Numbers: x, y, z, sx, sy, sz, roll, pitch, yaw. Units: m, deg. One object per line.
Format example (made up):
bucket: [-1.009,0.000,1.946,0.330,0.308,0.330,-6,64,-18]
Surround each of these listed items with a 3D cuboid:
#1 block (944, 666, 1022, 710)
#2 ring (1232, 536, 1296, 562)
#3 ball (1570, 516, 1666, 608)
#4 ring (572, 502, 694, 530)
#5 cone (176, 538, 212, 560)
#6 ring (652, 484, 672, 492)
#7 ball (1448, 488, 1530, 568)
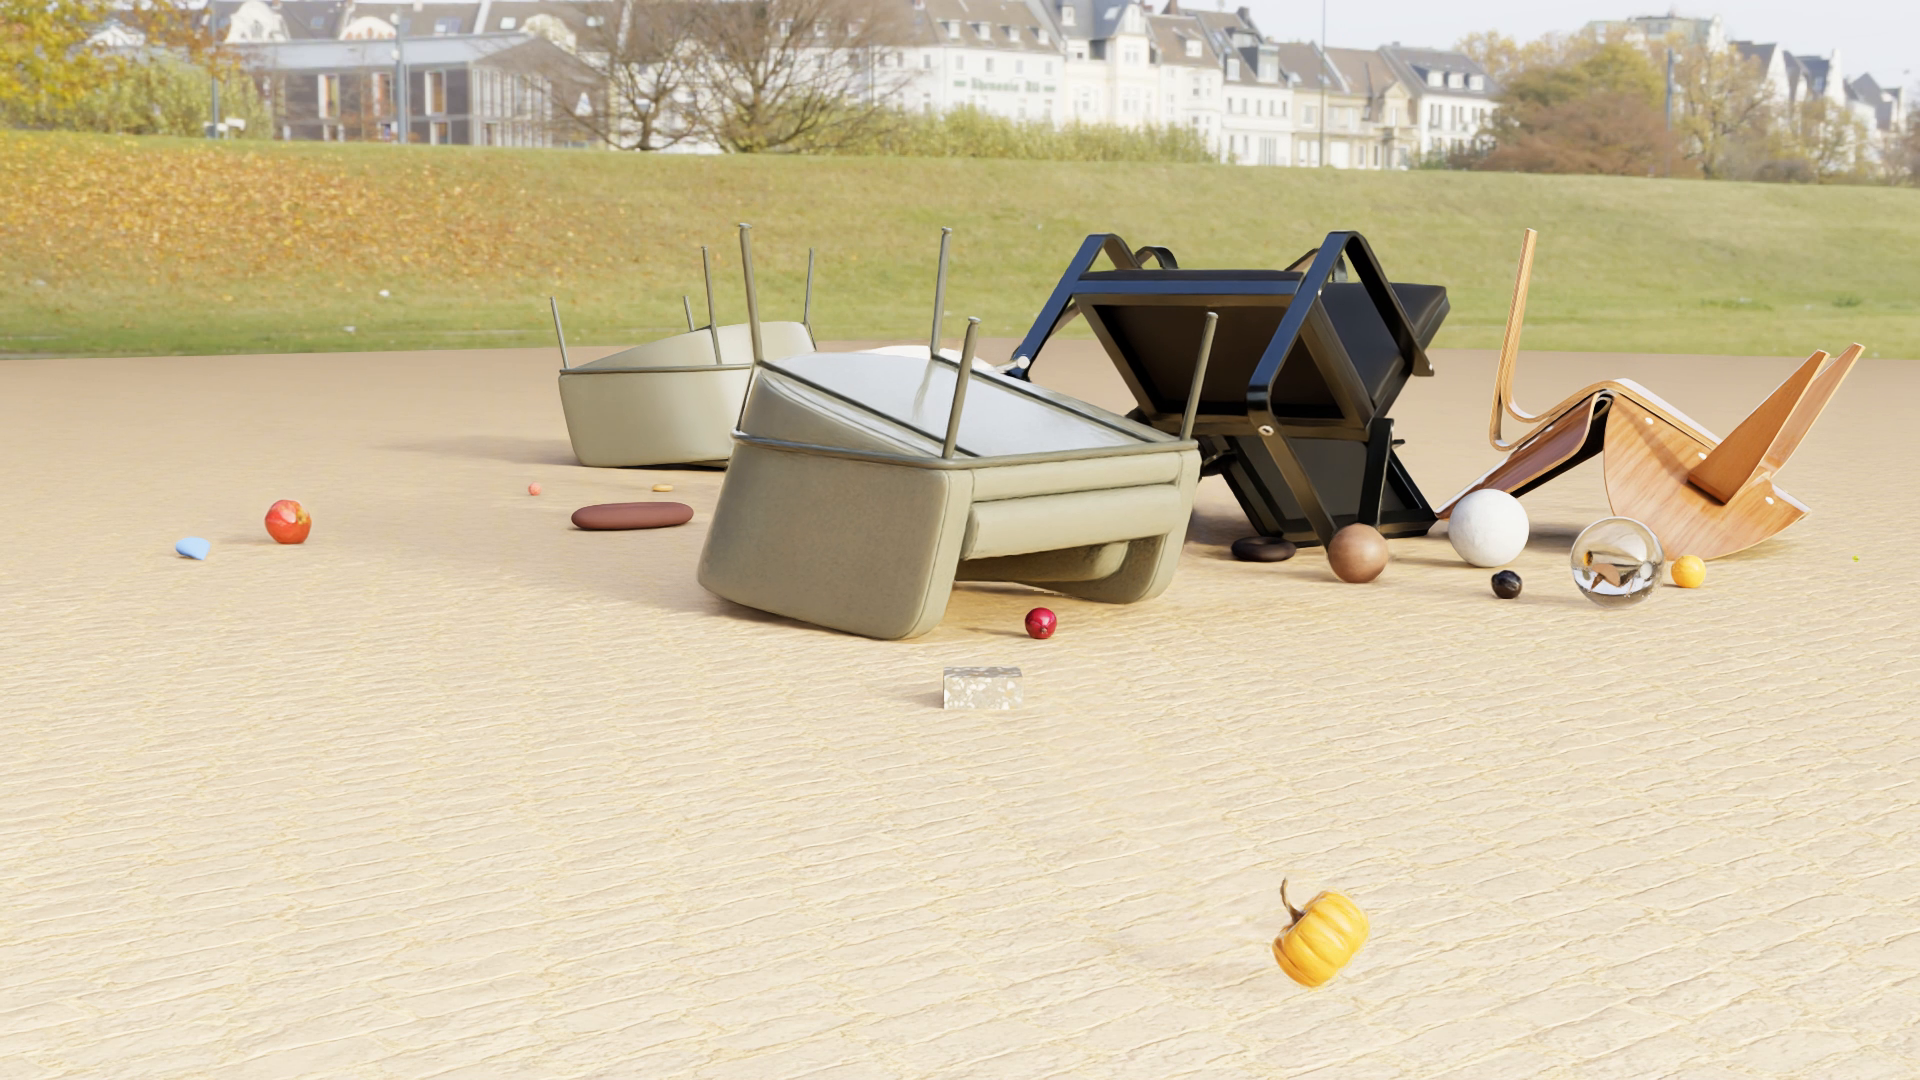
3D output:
block: [0.035,0.228,3.961,0.119,0.049,0.109,0,6,-1]
ring: [0.712,0.021,6.018,0.152,0.040,0.285,2,6,7]
ball: [1.302,0.045,5.081,0.184,0.184,0.184,0,6,0]
ring: [-0.860,-0.064,6.751,0.370,0.059,0.217,-5,7,-45]
cone: [-1.777,0.032,5.984,0.085,0.049,0.086,4,19,-33]
ring: [-0.912,-0.160,7.868,0.061,0.021,0.068,4,6,30]
ball: [1.194,-0.026,5.795,0.179,0.179,0.179,0,6,0]
